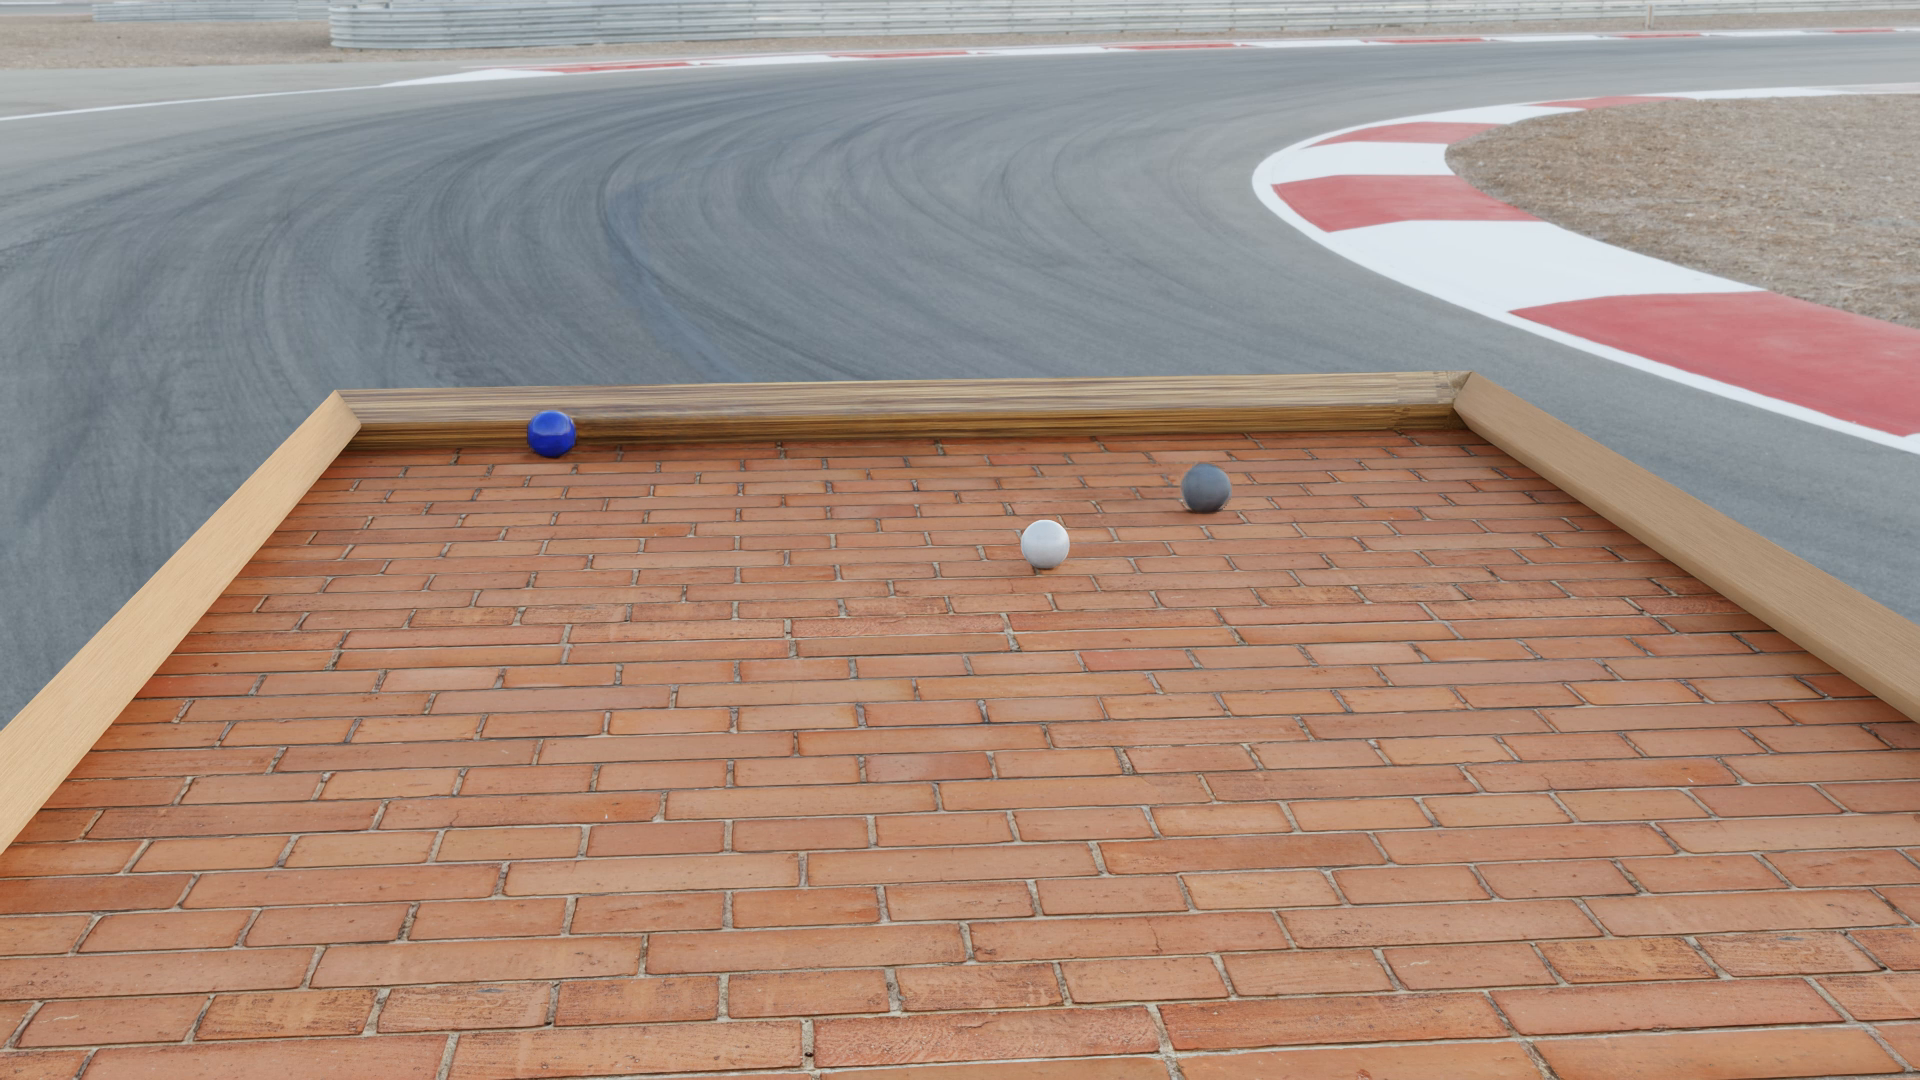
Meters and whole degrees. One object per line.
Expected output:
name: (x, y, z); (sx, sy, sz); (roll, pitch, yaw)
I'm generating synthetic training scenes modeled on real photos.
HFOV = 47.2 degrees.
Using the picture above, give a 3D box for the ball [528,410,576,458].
ball: (-0.625, -0.163, 3.371); (0.073, 0.073, 0.073); (0, 15, 0)

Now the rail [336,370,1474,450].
rail: (-0.066, -0.202, 3.473); (1.809, 0.095, 0.045); (-1, 15, -5)

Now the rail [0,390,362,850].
rail: (-0.809, 0.200, 1.951); (0.045, 0.095, 3.050); (-1, 15, -5)

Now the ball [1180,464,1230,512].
ball: (0.339, -0.072, 3.036); (0.068, 0.068, 0.068); (0, 15, 0)

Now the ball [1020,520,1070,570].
ball: (0.107, 0.005, 2.755); (0.062, 0.062, 0.062); (0, 15, 0)

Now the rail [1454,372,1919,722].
rail: (0.946, 0.160, 2.103); (0.045, 0.095, 3.050); (-1, 15, -5)
